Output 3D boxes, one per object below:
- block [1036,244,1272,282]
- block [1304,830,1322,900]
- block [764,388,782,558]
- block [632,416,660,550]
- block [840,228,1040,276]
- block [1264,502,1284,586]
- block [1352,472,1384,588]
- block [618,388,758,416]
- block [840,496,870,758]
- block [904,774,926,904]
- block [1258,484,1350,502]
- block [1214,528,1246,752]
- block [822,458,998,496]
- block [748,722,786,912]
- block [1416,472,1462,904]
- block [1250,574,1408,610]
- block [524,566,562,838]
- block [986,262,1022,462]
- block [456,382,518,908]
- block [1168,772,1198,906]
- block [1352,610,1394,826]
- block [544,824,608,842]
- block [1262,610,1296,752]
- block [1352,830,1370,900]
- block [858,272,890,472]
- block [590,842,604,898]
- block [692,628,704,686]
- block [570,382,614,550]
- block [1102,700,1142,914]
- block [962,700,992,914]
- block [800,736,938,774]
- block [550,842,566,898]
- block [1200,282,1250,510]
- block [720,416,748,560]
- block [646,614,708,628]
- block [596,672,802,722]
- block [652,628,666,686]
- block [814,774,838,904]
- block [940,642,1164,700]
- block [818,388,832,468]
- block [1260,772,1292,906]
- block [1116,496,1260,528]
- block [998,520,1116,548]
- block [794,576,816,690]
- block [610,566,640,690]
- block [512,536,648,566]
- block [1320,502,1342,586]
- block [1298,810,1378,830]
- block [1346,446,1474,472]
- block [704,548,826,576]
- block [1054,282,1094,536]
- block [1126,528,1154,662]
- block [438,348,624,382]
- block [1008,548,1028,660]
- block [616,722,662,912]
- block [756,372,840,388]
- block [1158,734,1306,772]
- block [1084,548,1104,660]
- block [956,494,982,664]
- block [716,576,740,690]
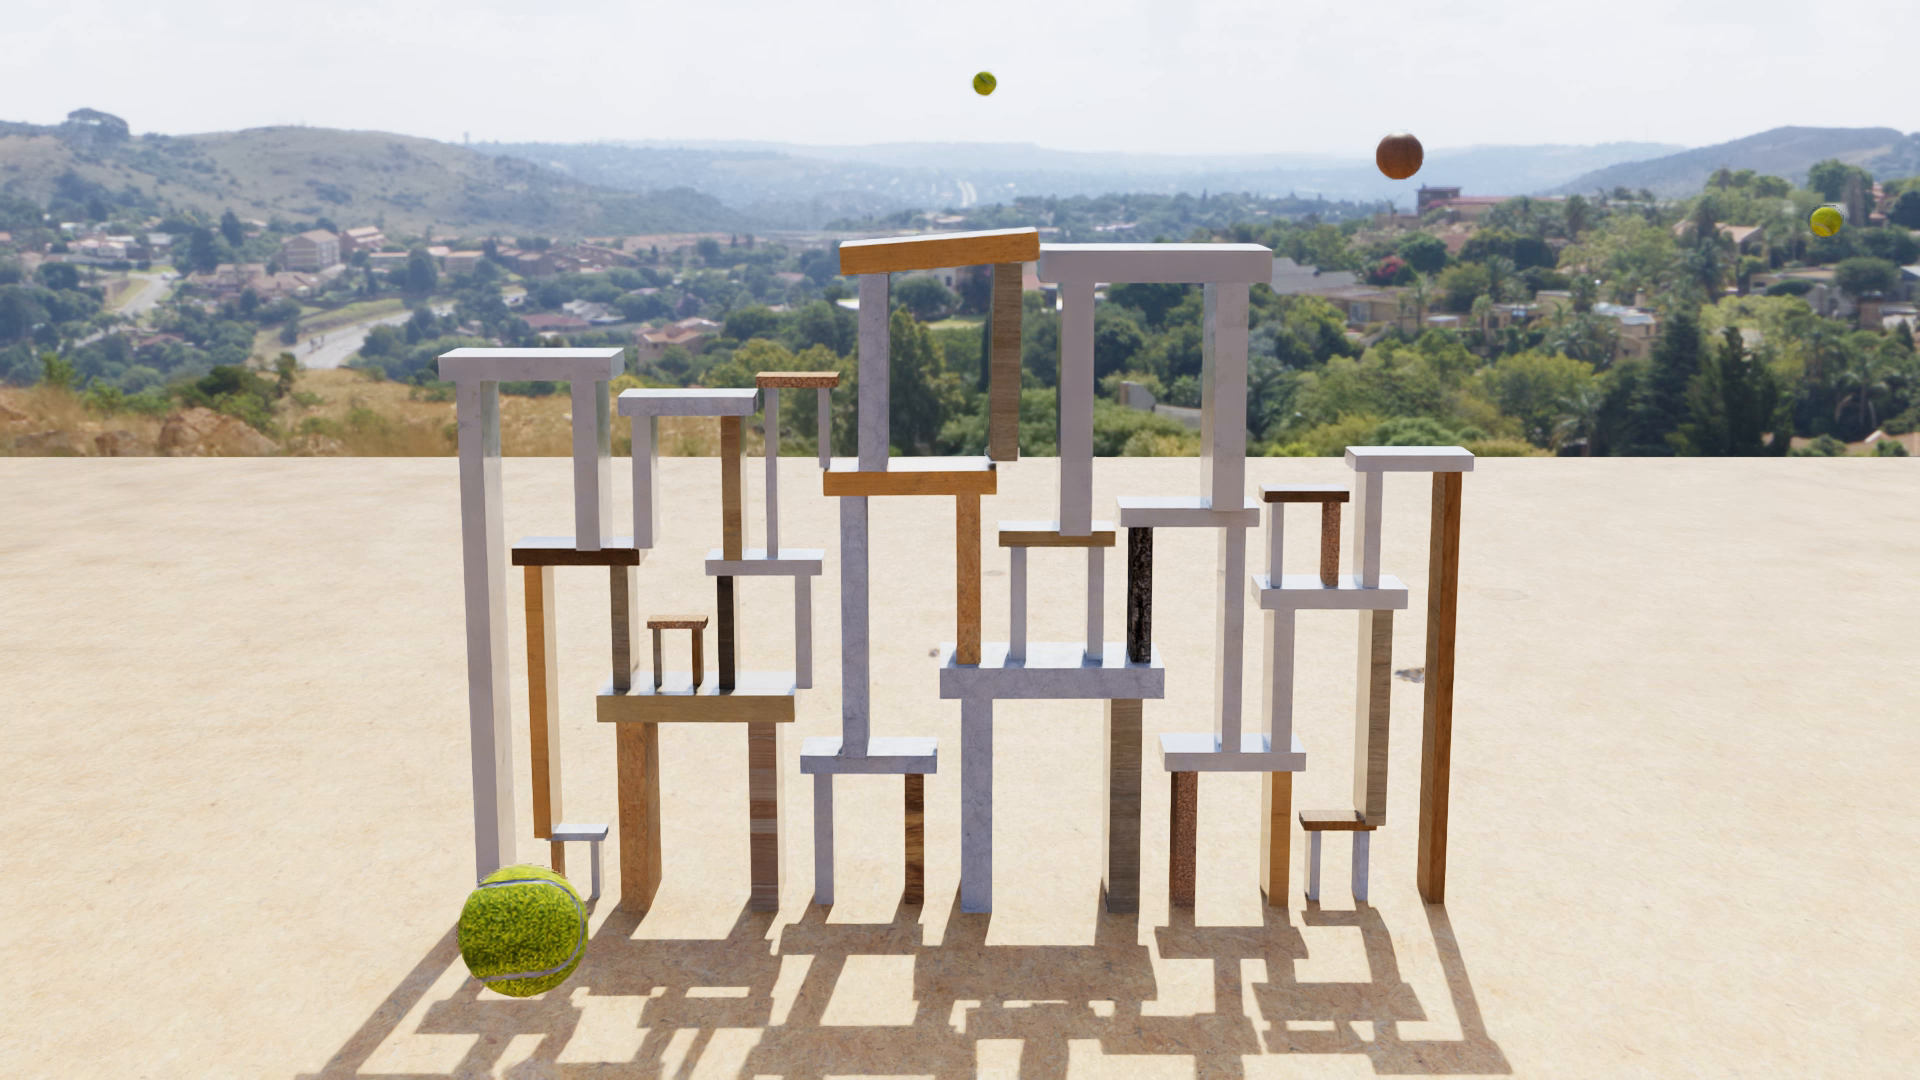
[{"bbox_3d":[0.303,-0.438,3.481,0.357,0.051,0.179,0,11,0],"label":"block"},{"bbox_3d":[0.586,0.532,3.656,0.017,0.120,0.060,0,11,0],"label":"block"},{"bbox_3d":[-0.301,-0.112,3.539,0.018,0.275,0.064,0,11,0],"label":"block"},{"bbox_3d":[-0.506,-0.100,3.538,0.030,0.213,0.107,0,11,-2],"label":"block"},{"bbox_3d":[-0.032,-0.457,3.473,0.309,0.044,0.154,-4,10,0],"label":"block"},{"bbox_3d":[0.509,0.001,3.560,0.019,0.136,0.068,0,11,0],"label":"block"},{"bbox_3d":[0.658,-0.024,3.553,0.027,0.188,0.094,0,11,0],"label":"block"},{"bbox_3d":[-0.433,-0.220,3.517,0.213,0.030,0.107,0,11,-1],"label":"block"},{"bbox_3d":[-0.170,0.129,3.581,0.039,0.431,0.137,0,11,0],"label":"block"},{"bbox_3d":[-0.075,0.480,3.652,0.031,0.222,0.111,0,11,0],"label":"block"},{"bbox_3d":[0.554,-0.075,3.545,0.136,0.019,0.068,0,11,0],"label":"block"},{"bbox_3d":[0.439,0.151,3.585,0.031,0.369,0.111,0,11,0],"label":"block"},{"bbox_3d":[-0.079,-0.102,3.535,0.275,0.039,0.137,-1,11,0],"label":"block"},{"bbox_3d":[-0.318,0.435,3.636,0.045,0.318,0.159,0,11,0],"label":"block"},{"bbox_3d":[0.784,0.237,3.601,0.027,0.719,0.094,0,11,0],"label":"block"},{"bbox_3d":[0.599,0.084,3.575,0.236,0.033,0.118,0,11,0],"label":"block"},{"bbox_3d":[-0.683,0.256,3.610,0.029,0.455,0.102,0,11,0],"label":"block"},{"bbox_3d":[0.070,-0.288,3.503,0.044,0.309,0.154,1,10,-2],"label":"block"},{"bbox_3d":[-0.771,0.164,3.589,0.038,0.866,0.135,0,11,0],"label":"block"},{"bbox_3d":[0.370,0.478,3.644,0.033,0.230,0.115,0,11,0],"label":"block"},{"bbox_3d":[0.677,0.278,3.611,0.033,0.361,0.118,0,11,0],"label":"block"},{"bbox_3d":[-0.637,0.486,3.654,0.098,0.014,0.049,0,11,0],"label":"block"},{"bbox_3d":[0.520,0.217,3.599,0.033,0.236,0.118,0,11,0],"label":"block"},{"bbox_3d":[0.666,0.532,3.656,0.017,0.120,0.060,0,11,0],"label":"block"},{"bbox_3d":[-0.136,-0.273,3.503,0.044,0.309,0.154,1,11,0],"label":"block"},{"bbox_3d":[-0.604,0.541,3.665,0.014,0.098,0.049,0,11,0],"label":"block"},{"bbox_3d":[-0.429,0.186,3.597,0.013,0.095,0.047,0,11,0],"label":"block"},{"bbox_3d":[-0.590,-0.128,3.533,0.038,0.270,0.135,0,11,0],"label":"block"},{"bbox_3d":[0.267,0.414,3.633,0.051,0.359,0.180,0,11,0],"label":"block"},{"bbox_3d":[0.027,0.414,3.633,0.051,0.359,0.180,0,11,0],"label":"block"},{"bbox_3d":[-0.149,0.355,3.629,0.222,0.031,0.111,0,11,0],"label":"block"},{"bbox_3d":[-0.669,0.541,3.664,0.014,0.098,0.049,0,11,0],"label":"block"},{"bbox_3d":[0.422,-0.238,3.519,0.051,0.357,0.179,0,11,0],"label":"block"},{"bbox_3d":[-0.363,-0.091,3.543,0.030,0.233,0.107,0,11,0],"label":"block"},{"bbox_3d":[-0.461,0.133,3.587,0.095,0.013,0.047,0,11,0],"label":"block"},{"bbox_3d":[-0.424,0.256,3.603,0.318,0.045,0.159,0,11,0],"label":"block"},{"bbox_3d":[-0.492,0.186,3.597,0.013,0.095,0.047,0,11,0],"label":"block"},{"bbox_3d":[-0.223,0.480,3.652,0.031,0.222,0.111,0,11,0],"label":"block"},{"bbox_3d":[0.147,0.213,3.595,0.359,0.051,0.180,0,11,0],"label":"block"},{"bbox_3d":[-0.216,-0.183,3.524,0.018,0.128,0.064,0,11,0],"label":"block"},{"bbox_3d":[0.523,0.478,3.644,0.033,0.230,0.115,0,11,0],"label":"block"},{"bbox_3d":[0.366,-0.046,3.548,0.221,0.031,0.111,0,11,0],"label":"block"},{"bbox_3d":[0.156,-0.010,3.563,0.186,0.026,0.093,0,11,0],"label":"block"},{"bbox_3d":[-0.252,0.141,3.588,0.027,0.187,0.094,0,11,0],"label":"block"},{"bbox_3d":[-0.547,0.132,3.588,0.029,0.204,0.102,0,11,0],"label":"block"},{"bbox_3d":[-0.615,0.018,3.565,0.204,0.029,0.102,0,11,0],"label":"block"},{"bbox_3d":[0.599,0.001,3.559,0.019,0.136,0.068,0,11,0],"label":"block"},{"bbox_3d":[0.626,0.464,3.643,0.120,0.017,0.060,0,11,0],"label":"block"},{"bbox_3d":[0.721,-0.130,3.533,0.188,0.027,0.094,0,11,0],"label":"block"},{"bbox_3d":[-0.315,0.036,3.568,0.187,0.027,0.094,0,11,0],"label":"block"},{"bbox_3d":[0.183,-0.218,3.522,0.051,0.397,0.179,0,11,0],"label":"block"},{"bbox_3d":[0.292,0.079,3.571,0.031,0.221,0.111,0,11,0],"label":"block"},{"bbox_3d":[-0.680,-0.280,3.506,0.270,0.038,0.135,0,11,0],"label":"block"},{"bbox_3d":[0.094,0.094,3.582,0.026,0.186,0.093,0,11,0],"label":"block"},{"bbox_3d":[-0.530,0.435,3.636,0.045,0.318,0.159,0,11,0],"label":"block"},{"bbox_3d":[-0.259,-0.256,3.511,0.128,0.018,0.064,0,11,1],"label":"block"},{"bbox_3d":[0.446,0.349,3.620,0.230,0.033,0.115,0,11,0],"label":"block"},{"bbox_3d":[0.218,0.094,3.582,0.026,0.186,0.093,0,11,0],"label":"block"},{"bbox_3d":[0.014,0.052,3.566,0.039,0.274,0.137,0,11,0],"label":"block"},{"bbox_3d":[-0.377,0.141,3.588,0.027,0.187,0.094,0,11,0],"label":"block"}]
